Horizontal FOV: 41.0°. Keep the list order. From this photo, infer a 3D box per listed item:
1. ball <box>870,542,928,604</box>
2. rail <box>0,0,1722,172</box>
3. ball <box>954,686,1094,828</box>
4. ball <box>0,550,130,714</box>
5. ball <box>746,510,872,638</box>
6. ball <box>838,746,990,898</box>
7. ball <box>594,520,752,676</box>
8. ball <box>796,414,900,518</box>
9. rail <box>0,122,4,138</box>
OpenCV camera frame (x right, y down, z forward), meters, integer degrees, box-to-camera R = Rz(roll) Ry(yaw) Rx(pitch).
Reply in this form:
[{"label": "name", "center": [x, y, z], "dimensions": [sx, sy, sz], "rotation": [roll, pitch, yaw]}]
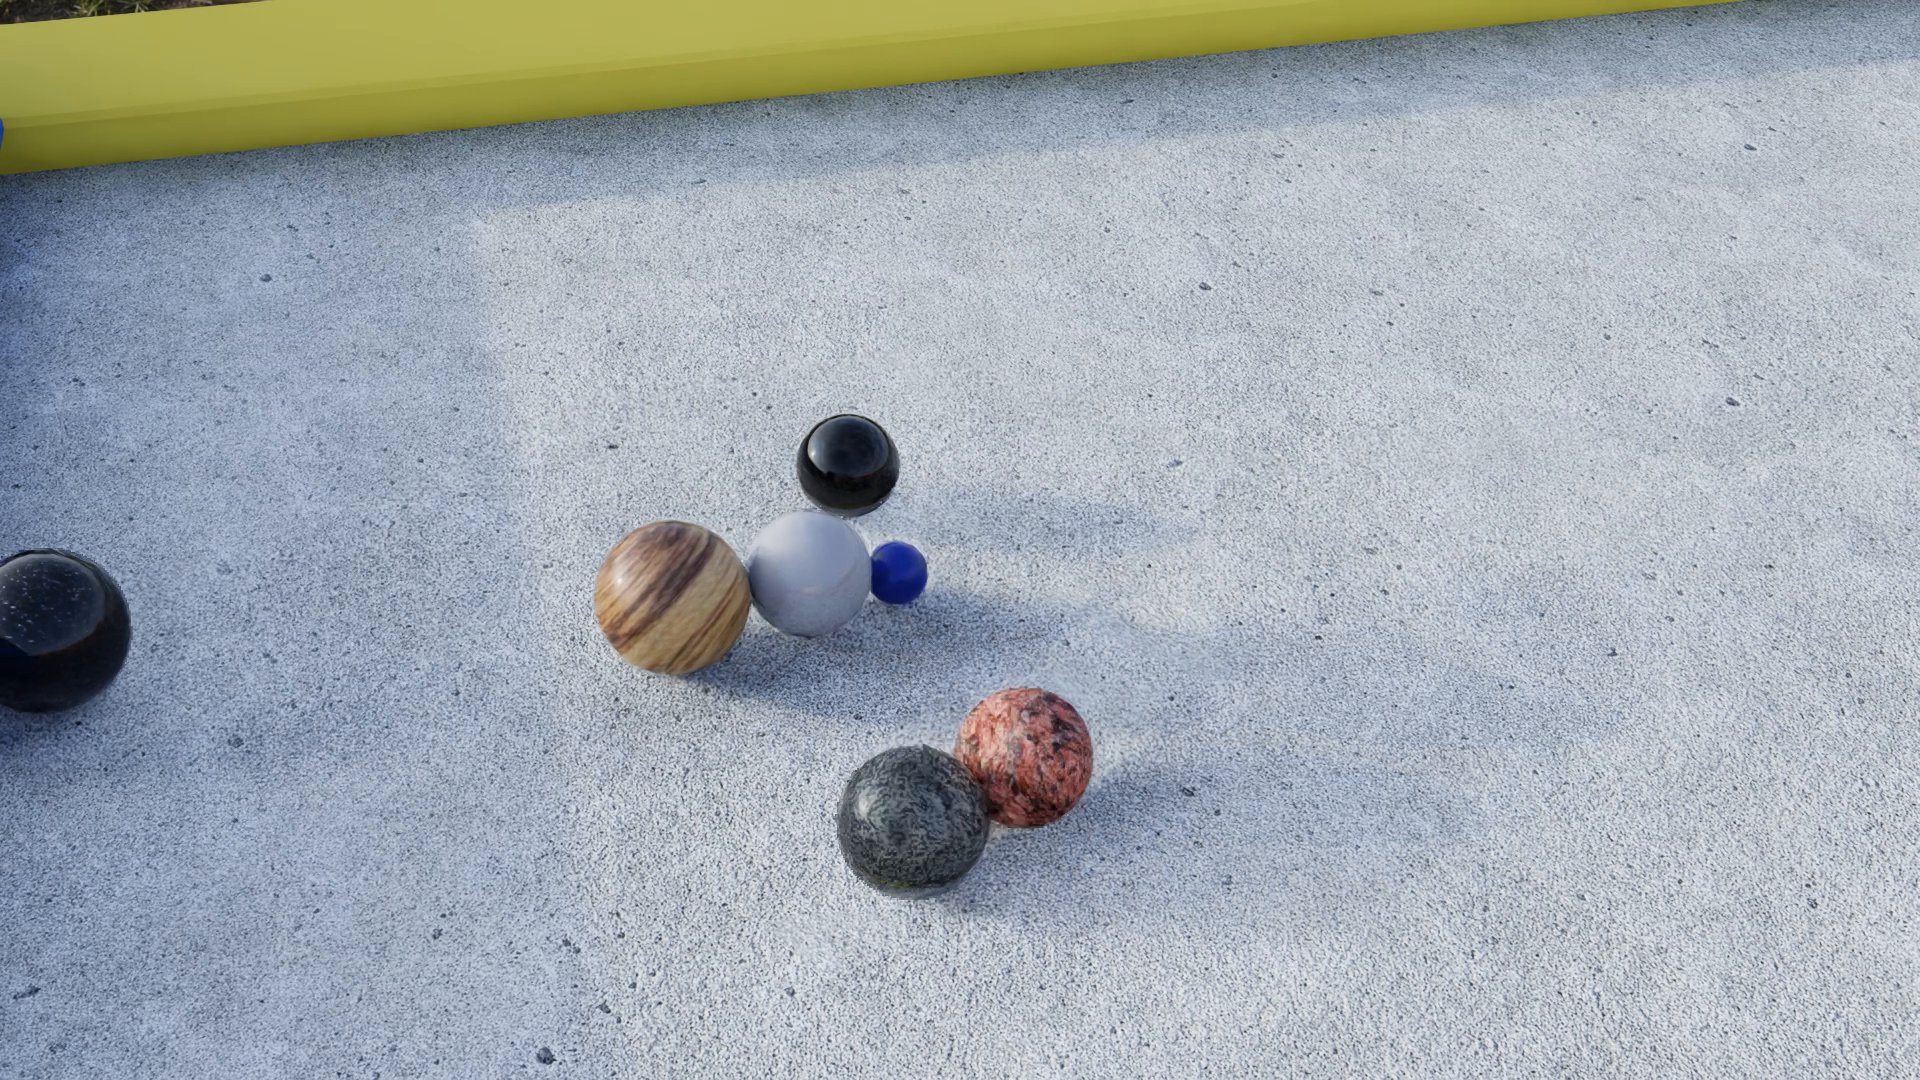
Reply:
[{"label": "ball", "center": [-0.040, 0.021, 1.626], "dimensions": [0.040, 0.040, 0.040], "rotation": [0, 36, 0]}, {"label": "rail", "center": [0.495, -0.512, 2.293], "dimensions": [2.679, 0.128, 0.045], "rotation": [-8, 36, -10]}, {"label": "ball", "center": [0.036, 0.123, 1.450], "dimensions": [0.079, 0.079, 0.079], "rotation": [0, 36, 0]}, {"label": "ball", "center": [-0.546, 0.055, 1.529], "dimensions": [0.098, 0.098, 0.098], "rotation": [0, 36, 0]}, {"label": "ball", "center": [-0.094, 0.021, 1.592], "dimensions": [0.079, 0.079, 0.079], "rotation": [0, 36, 0]}, {"label": "ball", "center": [-0.025, 0.154, 1.403], "dimensions": [0.083, 0.083, 0.083], "rotation": [0, 36, 0]}, {"label": "ball", "center": [-0.174, 0.035, 1.560], "dimensions": [0.094, 0.094, 0.094], "rotation": [0, 36, 0]}, {"label": "ball", "center": [-0.074, -0.049, 1.699], "dimensions": [0.069, 0.069, 0.069], "rotation": [0, 36, 0]}, {"label": "rail", "center": [-0.630, 0.061, 1.492], "dimensions": [0.045, 0.128, 1.464], "rotation": [-8, 36, -10]}]
